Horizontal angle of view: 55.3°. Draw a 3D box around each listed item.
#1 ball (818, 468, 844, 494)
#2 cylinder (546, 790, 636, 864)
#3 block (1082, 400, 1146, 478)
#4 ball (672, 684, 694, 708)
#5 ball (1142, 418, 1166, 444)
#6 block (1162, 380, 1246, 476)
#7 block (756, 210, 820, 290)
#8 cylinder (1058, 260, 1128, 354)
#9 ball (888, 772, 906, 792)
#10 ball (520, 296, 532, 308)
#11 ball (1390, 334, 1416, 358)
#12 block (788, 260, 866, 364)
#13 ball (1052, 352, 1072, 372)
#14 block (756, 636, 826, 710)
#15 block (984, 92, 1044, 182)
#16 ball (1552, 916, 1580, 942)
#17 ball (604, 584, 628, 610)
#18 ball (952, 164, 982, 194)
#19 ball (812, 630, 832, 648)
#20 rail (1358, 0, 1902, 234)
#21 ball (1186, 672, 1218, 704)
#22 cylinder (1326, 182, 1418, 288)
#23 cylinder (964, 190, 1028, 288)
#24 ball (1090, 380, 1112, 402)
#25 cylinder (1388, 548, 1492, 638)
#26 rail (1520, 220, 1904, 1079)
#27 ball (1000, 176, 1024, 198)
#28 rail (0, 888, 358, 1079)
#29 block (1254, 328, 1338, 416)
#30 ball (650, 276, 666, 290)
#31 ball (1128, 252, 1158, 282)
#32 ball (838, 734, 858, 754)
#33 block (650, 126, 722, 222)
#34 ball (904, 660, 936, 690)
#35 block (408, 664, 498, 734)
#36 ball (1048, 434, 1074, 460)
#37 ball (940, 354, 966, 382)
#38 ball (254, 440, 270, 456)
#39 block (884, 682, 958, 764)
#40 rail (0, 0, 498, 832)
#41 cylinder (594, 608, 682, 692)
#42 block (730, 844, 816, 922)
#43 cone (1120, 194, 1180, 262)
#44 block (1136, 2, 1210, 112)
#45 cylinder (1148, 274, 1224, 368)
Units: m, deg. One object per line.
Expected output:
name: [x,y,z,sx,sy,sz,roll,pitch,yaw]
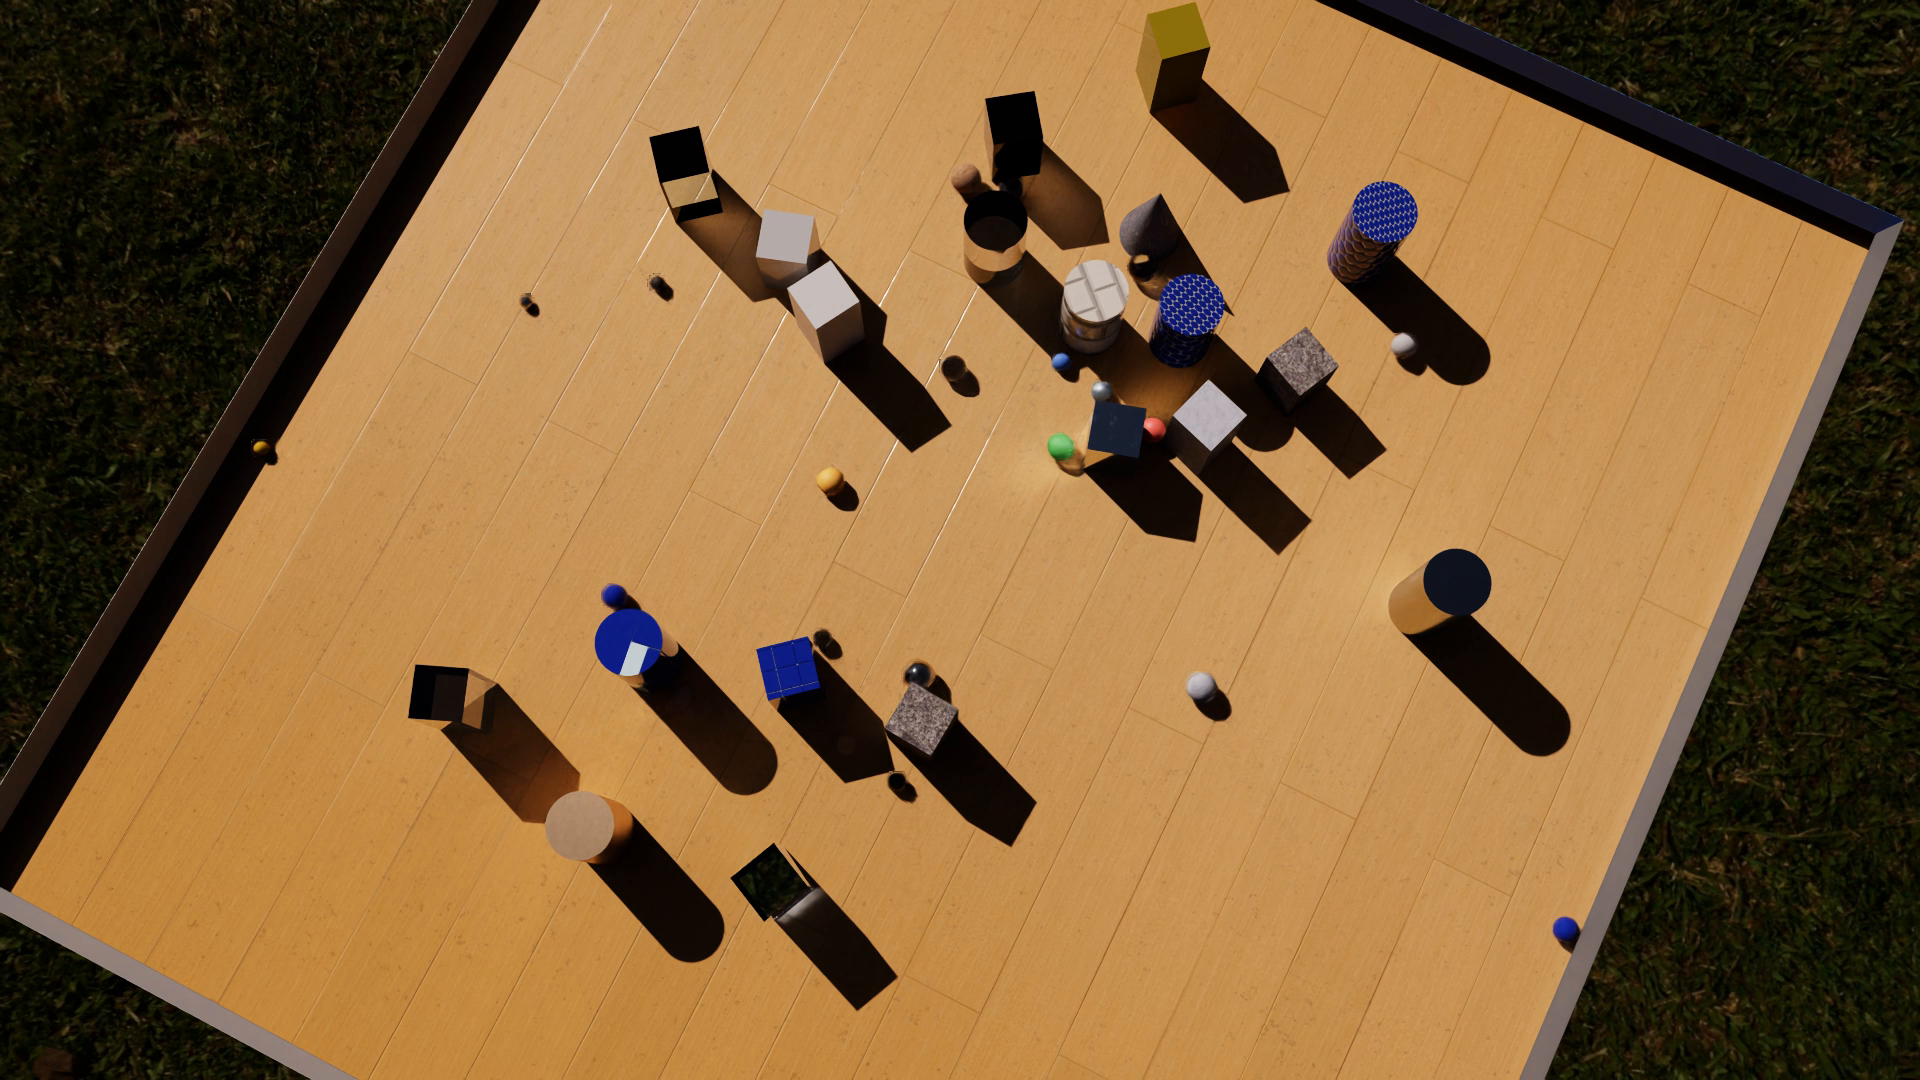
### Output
ball: [-0.396,-0.180,5.611,0.083,0.083,0.083,0,78,0]
cylinder: [-1.058,0.830,5.269,0.193,0.345,0.193,0,78,0]
block: [0.465,-0.305,5.553,0.154,0.248,0.154,10,78,2]
ball: [-0.828,0.467,5.486,0.067,0.067,0.067,0,78,0]
ball: [0.593,-0.337,5.645,0.080,0.080,0.080,0,78,0]
block: [0.734,-0.335,5.530,0.154,0.305,0.154,44,82,8]
block: [-0.528,-0.889,5.662,0.154,0.271,0.154,8,78,2]
cylinder: [0.405,-0.707,5.595,0.193,0.328,0.193,0,78,0]
ball: [-0.187,0.719,5.438,0.058,0.058,0.058,0,78,0]
ball: [-1.361,-0.746,5.750,0.040,0.040,0.040,0,78,0]
ball: [1.381,-0.603,5.702,0.078,0.078,0.078,0,78,0]
block: [-0.404,-0.689,5.582,0.154,0.347,0.154,-34,80,-7]
ball: [0.317,-0.554,5.702,0.057,0.057,0.057,0,78,0]
block: [-0.495,0.396,5.400,0.154,0.264,0.154,-14,79,-3]
block: [0.165,-1.261,5.733,0.154,0.282,0.154,-9,78,-2]
ball: [1.767,1.134,5.344,0.074,0.074,0.074,0,78,0]
ball: [-1.042,0.171,5.543,0.075,0.075,0.075,0,78,0]
ball: [0.021,-1.145,5.806,0.094,0.094,0.094,0,78,0]
ball: [-0.415,0.298,5.525,0.059,0.059,0.059,0,78,0]
rail: [0.980,-1.913,5.947,4.350,0.125,0.045,26,80,5]
ball: [0.723,0.443,5.478,0.091,0.091,0.091,0,78,0]
cylinder: [1.257,-0.931,5.610,0.193,0.391,0.193,0,78,0]
cylinder: [0.107,-0.923,5.641,0.193,0.326,0.193,0,78,0]
ball: [0.438,-0.461,5.679,0.065,0.065,0.065,0,78,0]
cylinder: [1.398,0.162,5.363,0.193,0.432,0.193,0,78,0]
rail: [1.924,0.949,5.355,0.045,0.125,4.431,26,80,5]
ball: [0.163,-1.114,5.809,0.075,0.075,0.075,0,78,0]
rail: [-0.980,1.927,5.153,4.350,0.125,0.045,26,80,5]
block: [1.026,-0.511,5.599,0.154,0.241,0.154,-37,81,-7]
ball: [-0.950,-0.806,5.759,0.047,0.047,0.047,0,78,0]
ball: [0.572,-0.855,5.747,0.092,0.092,0.092,0,78,0]
ball: [-0.335,0.609,5.459,0.062,0.062,0.062,0,78,0]
block: [-0.847,-1.130,5.686,0.154,0.321,0.154,-13,79,-3]
ball: [-0.122,0.407,5.483,0.096,0.096,0.096,0,78,0]
block: [-1.476,0.467,5.351,0.154,0.331,0.154,4,78,1]
ball: [0.310,-0.288,5.634,0.082,0.082,0.082,0,78,0]
ball: [-0.020,-0.533,5.685,0.081,0.081,0.081,0,78,0]
ball: [-2.155,-0.283,5.651,0.047,0.047,0.047,0,78,0]
block: [-0.110,0.538,5.353,0.154,0.298,0.154,30,80,6]
rail: [-1.924,-0.936,5.745,0.045,0.125,4.431,26,80,5]
cylinder: [-0.936,0.326,5.358,0.193,0.375,0.193,0,78,0]
block: [-0.532,0.984,5.254,0.154,0.311,0.154,-39,81,-7]
cone: [0.602,-1.006,5.653,0.193,0.336,0.193,0,78,0]
block: [0.663,-1.506,5.736,0.154,0.376,0.154,-15,79,-3]
cylinder: [0.687,-0.664,5.586,0.193,0.328,0.193,0,78,0]
